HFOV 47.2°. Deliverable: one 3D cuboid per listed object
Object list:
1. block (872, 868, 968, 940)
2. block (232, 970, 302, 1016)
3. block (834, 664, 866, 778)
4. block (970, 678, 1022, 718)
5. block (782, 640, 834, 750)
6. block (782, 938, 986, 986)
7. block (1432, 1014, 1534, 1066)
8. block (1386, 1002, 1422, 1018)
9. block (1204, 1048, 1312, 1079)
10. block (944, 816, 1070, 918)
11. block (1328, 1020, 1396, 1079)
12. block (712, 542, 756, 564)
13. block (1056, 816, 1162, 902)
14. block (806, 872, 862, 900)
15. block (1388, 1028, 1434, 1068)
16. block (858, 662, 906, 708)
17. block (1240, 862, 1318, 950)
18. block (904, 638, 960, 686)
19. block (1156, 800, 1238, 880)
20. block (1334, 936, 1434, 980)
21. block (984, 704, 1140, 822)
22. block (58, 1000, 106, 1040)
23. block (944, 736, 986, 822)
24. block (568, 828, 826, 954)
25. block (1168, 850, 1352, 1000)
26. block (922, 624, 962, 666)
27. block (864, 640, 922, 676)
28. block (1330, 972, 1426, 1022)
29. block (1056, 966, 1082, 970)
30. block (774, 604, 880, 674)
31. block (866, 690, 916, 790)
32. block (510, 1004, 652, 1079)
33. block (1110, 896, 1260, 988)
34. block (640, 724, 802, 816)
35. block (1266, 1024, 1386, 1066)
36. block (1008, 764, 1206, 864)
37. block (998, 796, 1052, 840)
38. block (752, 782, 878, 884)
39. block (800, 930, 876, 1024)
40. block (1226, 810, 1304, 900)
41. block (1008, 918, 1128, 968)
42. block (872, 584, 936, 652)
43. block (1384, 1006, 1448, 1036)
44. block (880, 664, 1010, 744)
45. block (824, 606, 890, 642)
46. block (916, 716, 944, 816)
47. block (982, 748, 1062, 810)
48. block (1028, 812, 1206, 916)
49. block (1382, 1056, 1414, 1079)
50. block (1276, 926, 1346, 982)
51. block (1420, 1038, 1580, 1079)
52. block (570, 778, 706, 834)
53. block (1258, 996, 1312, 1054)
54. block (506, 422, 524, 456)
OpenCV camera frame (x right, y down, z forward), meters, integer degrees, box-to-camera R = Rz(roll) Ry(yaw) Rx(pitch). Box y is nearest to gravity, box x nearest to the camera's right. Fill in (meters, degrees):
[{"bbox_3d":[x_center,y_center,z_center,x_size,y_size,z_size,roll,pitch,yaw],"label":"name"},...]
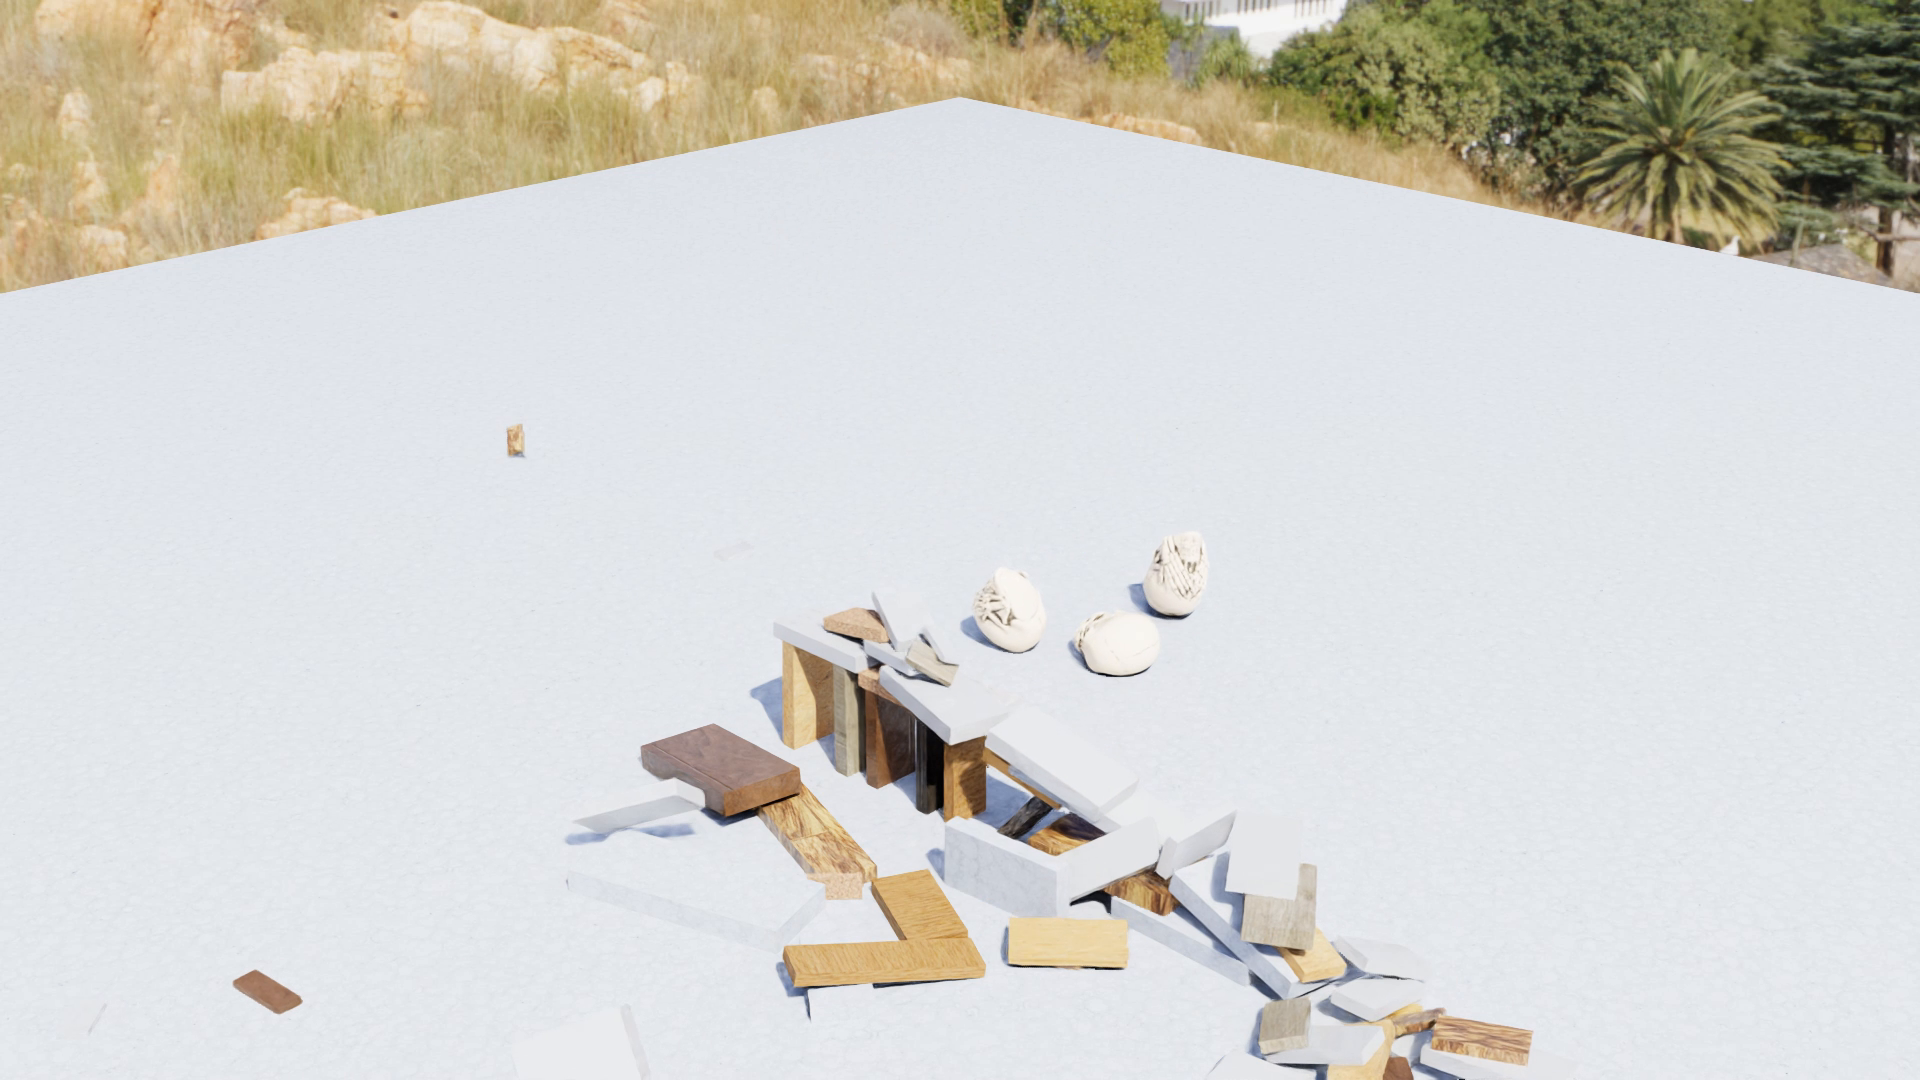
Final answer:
[{"bbox_3d":[-0.076,0.692,4.090,0.113,0.032,0.227,-8,24,-18],"label":"block"},{"bbox_3d":[-1.219,0.795,3.869,0.135,0.014,0.048,18,29,36],"label":"block"},{"bbox_3d":[-0.203,0.357,4.596,0.126,0.252,0.036,-21,31,-41],"label":"block"},{"bbox_3d":[0.012,0.351,4.892,0.230,0.033,0.115,18,29,36],"label":"block"},{"bbox_3d":[-0.320,0.312,4.703,0.126,0.252,0.036,-21,33,-41],"label":"block"},{"bbox_3d":[-0.133,0.747,3.896,0.351,0.025,0.090,1,23,-20],"label":"block"},{"bbox_3d":[0.862,0.826,3.630,0.155,0.022,0.077,7,20,18],"label":"block"},{"bbox_3d":[0.747,0.809,3.835,0.105,0.015,0.053,21,31,41],"label":"block"},{"bbox_3d":[0.515,0.905,3.588,0.213,0.030,0.107,15,27,31],"label":"block"},{"bbox_3d":[0.086,0.625,4.115,0.268,0.134,0.038,18,30,36],"label":"block"},{"bbox_3d":[0.669,0.852,3.661,0.085,0.024,0.171,-11,10,21],"label":"block"},{"bbox_3d":[-0.581,0.031,5.669,0.103,0.015,0.052,-20,30,-39],"label":"block"},{"bbox_3d":[0.260,0.600,4.078,0.256,0.085,0.024,-28,-26,26],"label":"block"},{"bbox_3d":[-0.237,0.654,4.151,0.103,0.052,0.015,-1,27,-3],"label":"block"},{"bbox_3d":[0.774,0.856,3.724,0.105,0.015,0.053,-19,30,-38],"label":"block"},{"bbox_3d":[-0.090,0.299,4.449,0.111,0.031,0.221,-21,31,-40],"label":"block"},{"bbox_3d":[0.567,0.641,3.895,0.123,0.035,0.247,7,21,8],"label":"block"},{"bbox_3d":[-0.055,0.242,4.334,0.103,0.015,0.052,31,51,-10],"label":"block"},{"bbox_3d":[0.435,0.549,4.029,0.179,0.090,0.025,-21,46,-42],"label":"block"},{"bbox_3d":[0.746,0.736,3.872,0.169,0.024,0.085,15,12,-35],"label":"block"},{"bbox_3d":[0.193,0.420,4.172,0.268,0.038,0.134,33,38,25],"label":"block"},{"bbox_3d":[-1.513,0.828,3.791,0.048,0.014,0.096,0,23,-1],"label":"block"},{"bbox_3d":[0.011,0.472,4.409,0.093,0.186,0.026,-21,31,-40],"label":"block"},{"bbox_3d":[-0.498,0.657,4.148,0.461,0.050,0.177,11,25,25],"label":"block"},{"bbox_3d":[0.540,0.685,3.947,0.159,0.045,0.319,-14,39,-34],"label":"block"},{"bbox_3d":[-0.037,0.208,4.358,0.047,0.013,0.094,15,31,-43],"label":"block"},{"bbox_3d":[-0.109,0.228,4.425,0.091,0.026,0.182,-13,19,-29],"label":"block"},{"bbox_3d":[0.726,0.786,3.812,0.085,0.024,0.169,20,19,39],"label":"block"},{"bbox_3d":[0.205,0.745,3.987,0.048,0.014,0.096,6,24,15],"label":"block"},{"bbox_3d":[-0.258,0.203,4.588,0.252,0.036,0.126,21,31,40],"label":"block"},{"bbox_3d":[-0.143,0.394,4.548,0.031,0.221,0.111,21,31,40],"label":"block"},{"bbox_3d":[-0.519,0.881,3.219,0.177,0.355,0.050,-22,-13,7],"label":"block"},{"bbox_3d":[0.450,0.706,4.039,0.159,0.045,0.319,-21,31,-41],"label":"block"},{"bbox_3d":[-0.495,0.470,4.529,0.177,0.050,0.355,-16,20,-32],"label":"block"},{"bbox_3d":[0.608,0.841,3.667,0.179,0.025,0.090,-8,12,36],"label":"block"},{"bbox_3d":[0.289,0.499,4.160,0.398,0.035,0.123,30,36,22],"label":"block"},{"bbox_3d":[0.140,0.534,4.296,0.093,0.186,0.026,-23,71,-43],"label":"block"},{"bbox_3d":[-0.301,0.577,4.360,0.113,0.032,0.409,-11,25,-25],"label":"block"},{"bbox_3d":[-0.218,0.773,3.899,0.113,0.032,0.227,-3,23,-8],"label":"block"},{"bbox_3d":[0.553,0.570,3.983,0.123,0.035,0.247,7,21,9],"label":"block"},{"bbox_3d":[0.195,0.726,3.975,0.213,0.030,0.107,1,23,2],"label":"block"},{"bbox_3d":[-0.110,0.157,4.465,0.091,0.026,0.182,-7,36,-18],"label":"block"},{"bbox_3d":[0.774,0.821,3.745,0.105,0.015,0.053,-15,5,21],"label":"block"},{"bbox_3d":[-0.033,0.310,4.335,0.134,0.038,0.268,-13,30,-30],"label":"block"},{"bbox_3d":[-0.188,0.174,4.536,0.091,0.026,0.182,-18,19,-40],"label":"block"},{"bbox_3d":[-0.038,0.435,4.451,0.031,0.221,0.111,22,31,40],"label":"block"},{"bbox_3d":[0.144,0.442,4.242,0.186,0.026,0.093,32,37,24],"label":"block"},{"bbox_3d":[0.303,0.605,4.161,0.319,0.045,0.159,18,29,37],"label":"block"},{"bbox_3d":[0.709,0.904,3.603,0.077,0.022,0.155,-1,23,-2],"label":"block"},{"bbox_3d":[0.597,0.704,3.867,0.086,0.024,0.171,-6,35,-24],"label":"block"},{"bbox_3d":[0.886,0.859,3.612,0.230,0.030,0.107,13,23,33],"label":"block"},{"bbox_3d":[-0.621,0.512,4.231,0.230,0.033,0.115,-16,-24,17],"label":"block"},{"bbox_3d":[0.552,0.821,3.725,0.077,0.022,0.155,-12,10,14],"label":"block"},{"bbox_3d":[-1.276,-0.290,6.316,0.047,0.013,0.094,-19,52,11],"label":"block"}]
